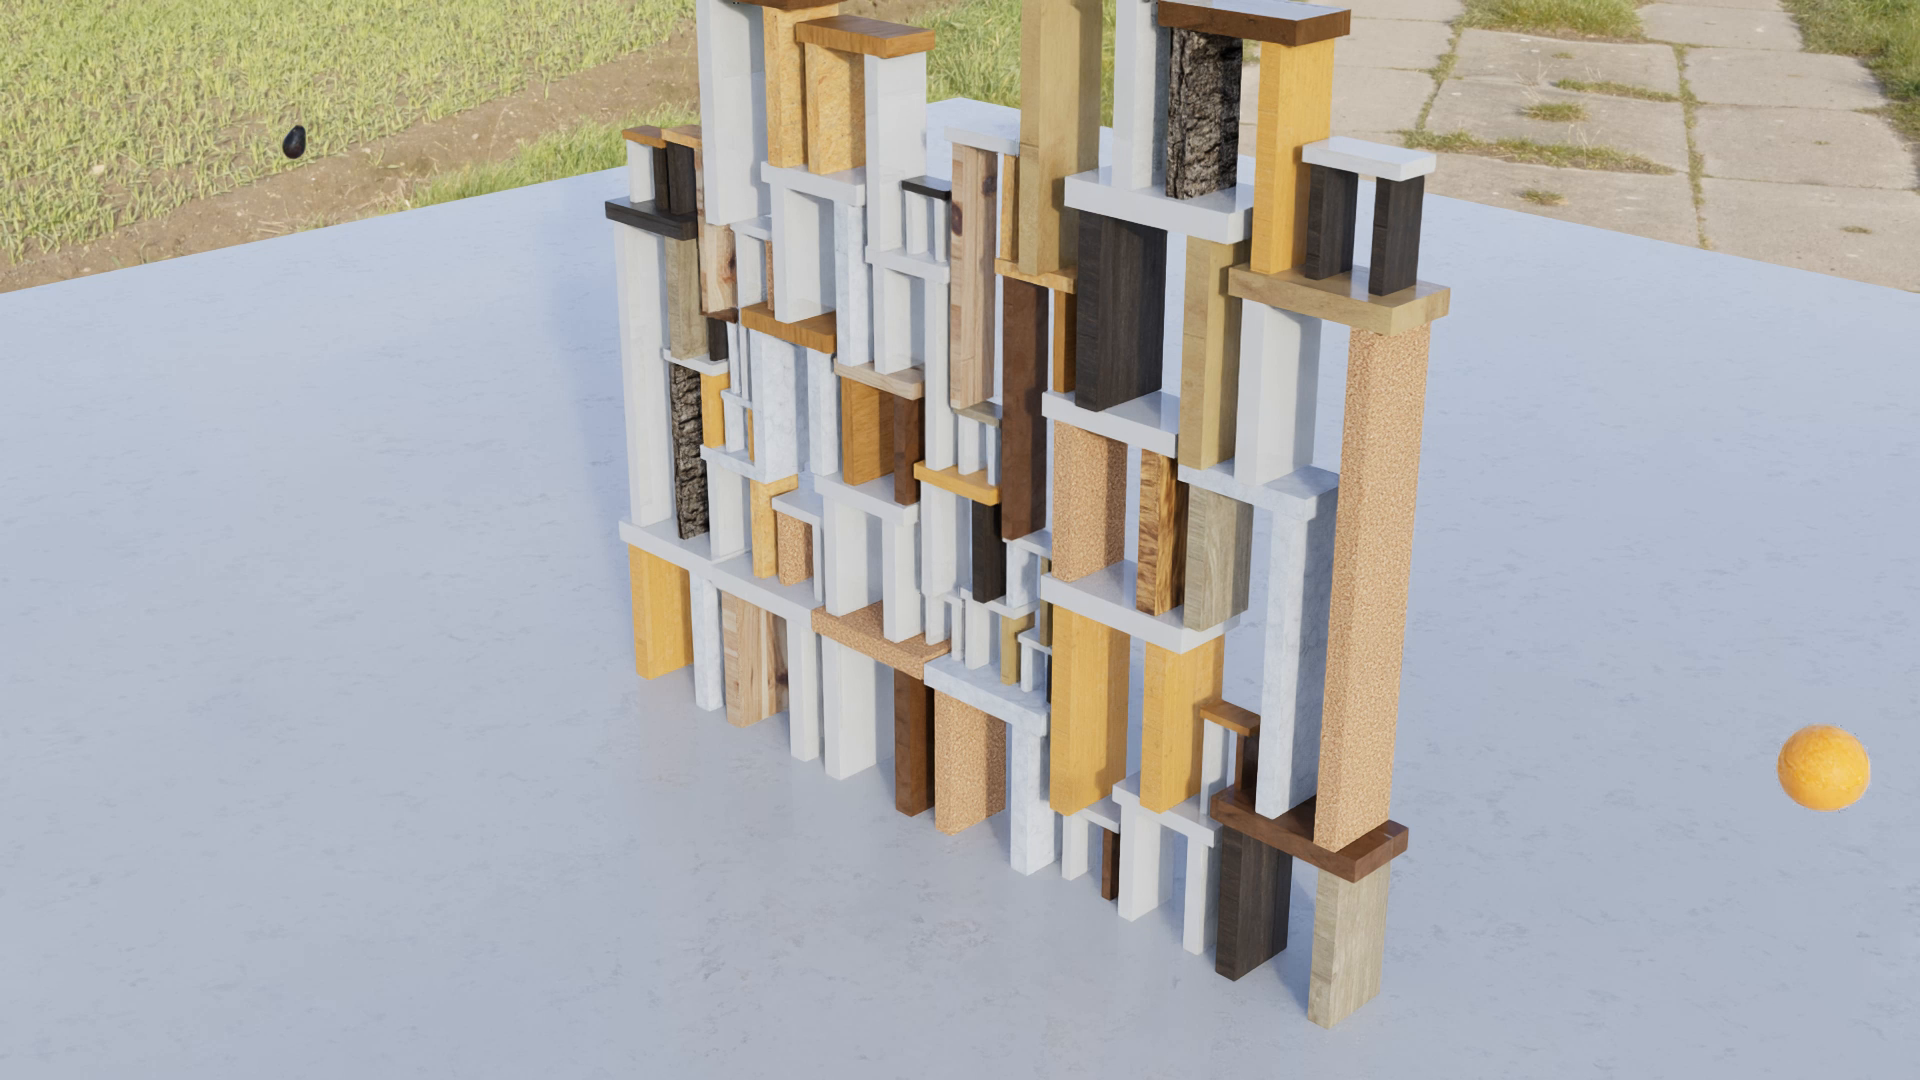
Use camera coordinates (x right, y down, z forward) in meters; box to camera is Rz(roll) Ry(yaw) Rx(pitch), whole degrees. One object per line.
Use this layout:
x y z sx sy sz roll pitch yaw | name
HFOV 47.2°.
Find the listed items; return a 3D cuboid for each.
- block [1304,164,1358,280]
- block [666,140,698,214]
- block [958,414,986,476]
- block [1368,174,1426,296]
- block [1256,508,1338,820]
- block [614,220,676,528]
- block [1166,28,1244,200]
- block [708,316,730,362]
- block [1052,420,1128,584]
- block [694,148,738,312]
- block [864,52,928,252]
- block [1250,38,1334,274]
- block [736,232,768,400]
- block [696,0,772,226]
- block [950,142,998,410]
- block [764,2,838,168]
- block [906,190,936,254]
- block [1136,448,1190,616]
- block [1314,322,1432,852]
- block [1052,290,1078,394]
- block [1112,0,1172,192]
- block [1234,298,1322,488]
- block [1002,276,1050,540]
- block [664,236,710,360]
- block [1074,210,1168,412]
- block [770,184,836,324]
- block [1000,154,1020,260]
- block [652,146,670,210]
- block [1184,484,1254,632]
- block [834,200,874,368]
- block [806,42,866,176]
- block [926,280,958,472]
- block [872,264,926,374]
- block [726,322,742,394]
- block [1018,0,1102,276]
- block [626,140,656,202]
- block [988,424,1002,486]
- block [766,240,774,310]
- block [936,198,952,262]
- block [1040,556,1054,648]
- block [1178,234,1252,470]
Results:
0.574 -0.498 3.393 0.090 0.179 0.025 -21 31 -40 | block
-0.563 -0.752 4.524 0.075 0.150 0.021 -21 30 -41 | block
0.024 -0.185 4.118 0.058 0.116 0.016 -21 31 -39 | block
0.658 -0.465 3.315 0.090 0.179 0.025 -21 31 -40 | block
0.565 0.197 3.691 0.037 0.557 0.131 21 31 41 | block
-0.671 -0.368 4.792 0.130 0.690 0.037 -21 31 -41 | block
0.390 -0.689 3.507 0.038 0.269 0.135 21 31 41 | block
-0.501 -0.425 4.586 0.049 0.097 0.014 -21 31 -40 | block
0.233 -0.087 3.938 0.043 0.301 0.150 21 31 40 | block
-0.497 -0.636 4.490 0.075 0.337 0.021 -18 28 -37 | block
-0.117 -0.719 4.047 0.121 0.359 0.034 -21 31 -40 | block
0.515 -0.600 3.408 0.038 0.355 0.135 21 31 41 | block
-0.418 -0.463 4.492 0.071 0.355 0.020 -21 31 -40 | block
-0.439 -0.855 4.336 0.149 0.448 0.042 -21 31 -40 | block
0.025 -0.485 4.000 0.026 0.497 0.093 20 30 37 | block
-0.298 -0.869 4.177 0.149 0.299 0.042 -21 31 -40 | block
-0.072 -0.590 4.052 0.058 0.117 0.017 -21 29 -40 | block
0.375 -0.032 3.808 0.043 0.301 0.150 21 31 40 | block
0.660 0.076 3.534 0.044 0.902 0.154 21 31 40 | block
0.204 -0.357 3.843 0.092 0.185 0.026 -21 31 -40 | block
0.316 -0.733 3.563 0.043 0.307 0.153 21 31 40 | block
0.515 -0.253 3.552 0.044 0.308 0.154 21 31 41 | block
0.118 -0.246 3.988 0.026 0.502 0.092 21 31 41 | block
-0.547 -0.517 4.594 0.037 0.261 0.131 21 31 40 | block
0.276 -0.407 3.755 0.049 0.346 0.173 21 31 40 | block
-0.302 -0.573 4.310 0.136 0.273 0.039 -21 31 -41 | block
0.114 -0.592 3.855 0.026 0.186 0.093 23 32 38 | block
-0.602 -0.755 4.557 0.019 0.131 0.066 21 31 41 | block
0.442 0.013 3.749 0.037 0.263 0.131 21 31 41 | block
-0.174 -0.502 4.201 0.136 0.319 0.039 -21 31 -40 | block
-0.230 -0.817 4.128 0.121 0.242 0.034 -21 31 -40 | block
-0.017 -0.317 4.107 0.030 0.369 0.105 22 31 40 | block
-0.115 -0.428 4.167 0.105 0.211 0.030 -21 31 -41 | block
-0.456 -0.384 4.561 0.014 0.154 0.049 17 28 39 | block
0.170 -0.705 3.731 0.043 0.491 0.153 21 31 40 | block
-0.664 -0.779 4.614 0.066 0.131 0.019 -21 31 -41 | block
0.078 -0.163 4.068 0.058 0.116 0.016 -21 30 -40 | block
-0.352 -0.535 4.387 0.020 0.142 0.071 21 31 41 | block
-0.018 -0.568 4.000 0.058 0.117 0.017 -20 30 -39 | block
0.177 0.106 4.078 0.064 0.179 0.018 -21 31 -41 | block
0.439 -0.324 3.614 0.049 0.389 0.173 21 31 41 | block
